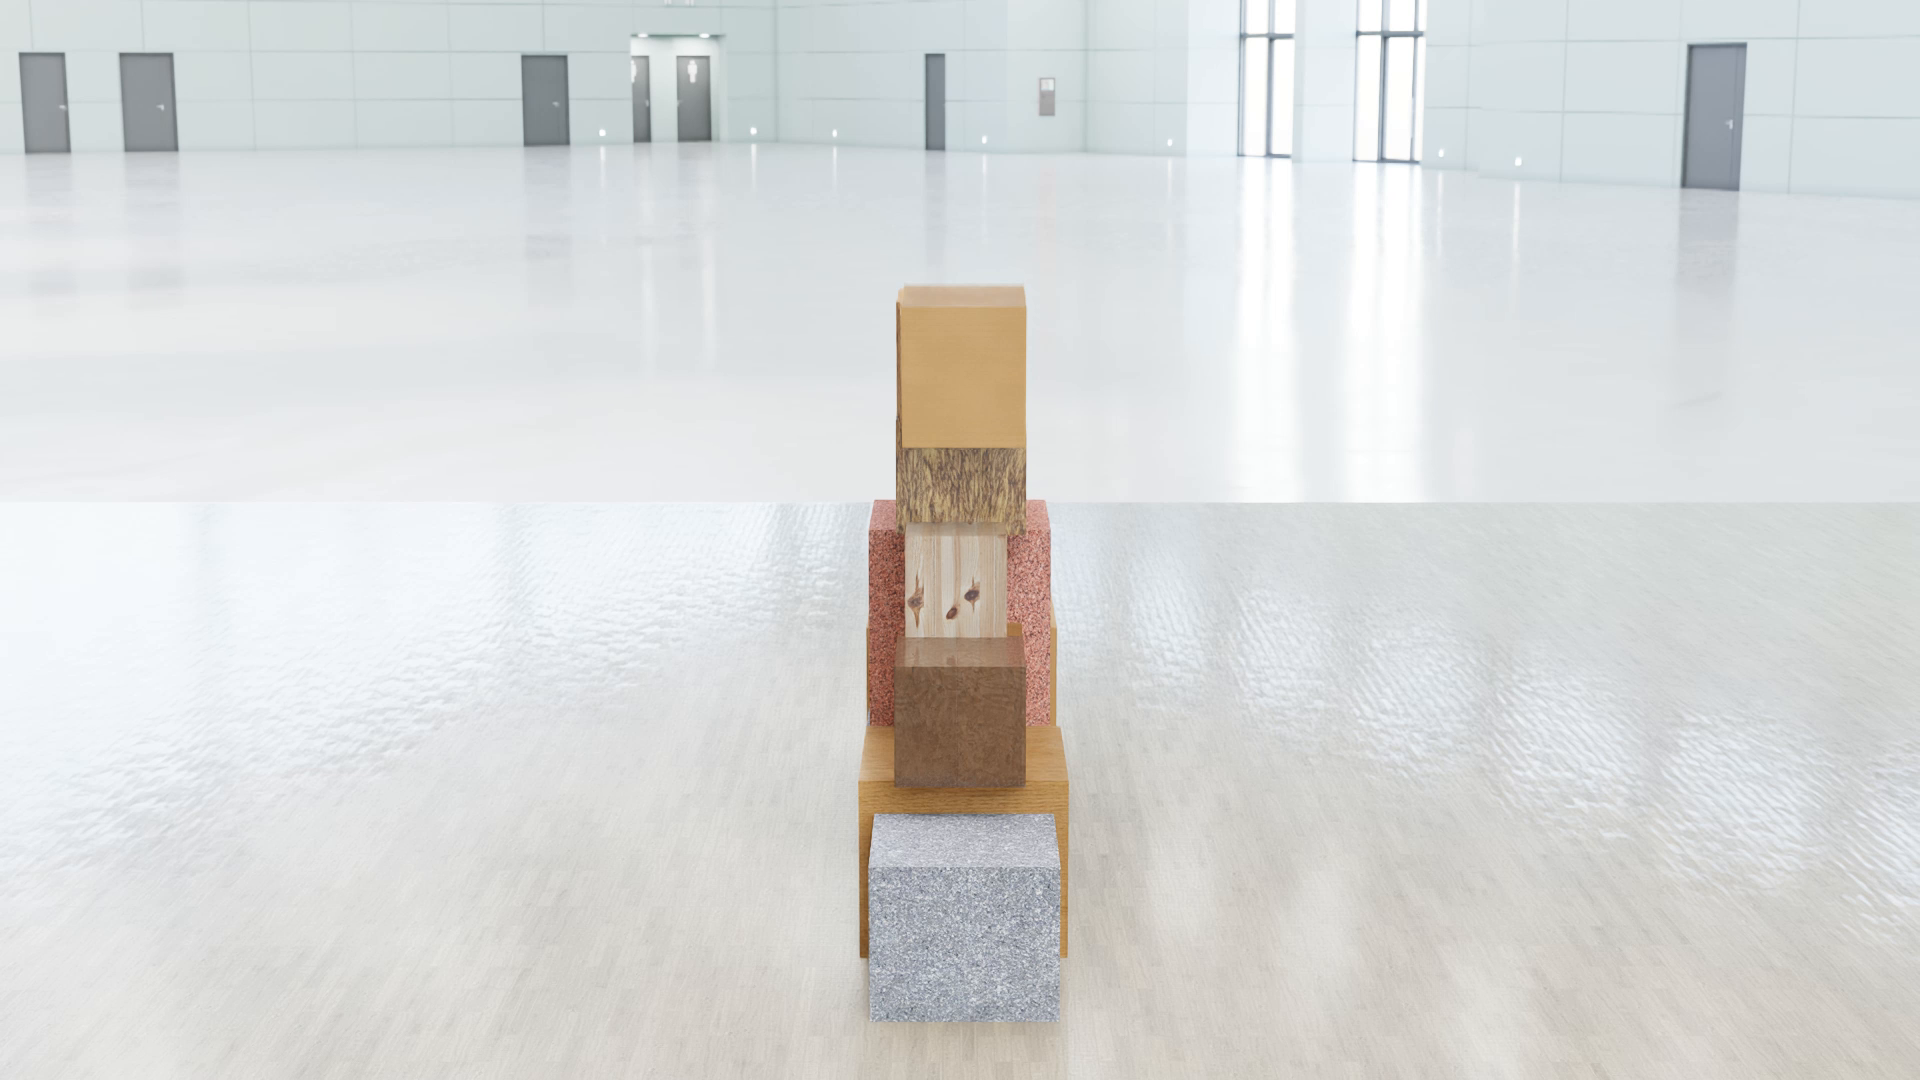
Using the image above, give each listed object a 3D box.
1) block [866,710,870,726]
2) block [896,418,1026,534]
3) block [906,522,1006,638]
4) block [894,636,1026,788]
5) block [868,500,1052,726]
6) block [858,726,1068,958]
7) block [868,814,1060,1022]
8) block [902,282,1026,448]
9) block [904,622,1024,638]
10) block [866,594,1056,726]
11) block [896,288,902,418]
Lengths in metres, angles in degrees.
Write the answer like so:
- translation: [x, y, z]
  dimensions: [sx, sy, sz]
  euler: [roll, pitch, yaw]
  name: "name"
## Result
- translation: [-0.019, 1.106, 11.479]
  dimensions: [0.772, 0.716, 0.726]
  euler: [0, 10, 0]
  name: "block"
- translation: [0.005, -0.311, 11.076]
  dimensions: [0.552, 0.492, 0.533]
  euler: [0, 10, 0]
  name: "block"
- translation: [-0.016, 0.162, 10.689]
  dimensions: [0.416, 0.419, 0.387]
  euler: [0, 9, 0]
  name: "block"
- translation: [0.001, 0.684, 10.327]
  dimensions: [0.516, 0.487, 0.558]
  euler: [0, 10, 0]
  name: "block"
- translation: [-0.001, 0.310, 11.448]
  dimensions: [0.782, 0.863, 0.807]
  euler: [0, 10, 0]
  name: "block"
- translation: [0.014, 1.241, 10.683]
  dimensions: [0.837, 0.736, 0.868]
  euler: [0, 10, 0]
  name: "block"
- translation: [0.017, 1.448, 9.913]
  dimensions: [0.713, 0.604, 0.700]
  euler: [0, 10, 0]
  name: "block"
- translation: [0.016, -0.721, 10.491]
  dimensions: [0.499, 0.575, 0.501]
  euler: [0, 17, 0]
  name: "block"
- translation: [0.014, 0.614, 10.846]
  dimensions: [0.500, 0.440, 0.467]
  euler: [0, 10, 0]
  name: "block"
- translation: [0.008, 0.783, 12.804]
  dimensions: [0.917, 0.879, 0.797]
  euler: [0, 10, 0]
  name: "block"
- translation: [-0.013, -0.810, 11.052]
  dimensions: [0.509, 0.487, 0.566]
  euler: [0, 11, 0]
  name: "block"
